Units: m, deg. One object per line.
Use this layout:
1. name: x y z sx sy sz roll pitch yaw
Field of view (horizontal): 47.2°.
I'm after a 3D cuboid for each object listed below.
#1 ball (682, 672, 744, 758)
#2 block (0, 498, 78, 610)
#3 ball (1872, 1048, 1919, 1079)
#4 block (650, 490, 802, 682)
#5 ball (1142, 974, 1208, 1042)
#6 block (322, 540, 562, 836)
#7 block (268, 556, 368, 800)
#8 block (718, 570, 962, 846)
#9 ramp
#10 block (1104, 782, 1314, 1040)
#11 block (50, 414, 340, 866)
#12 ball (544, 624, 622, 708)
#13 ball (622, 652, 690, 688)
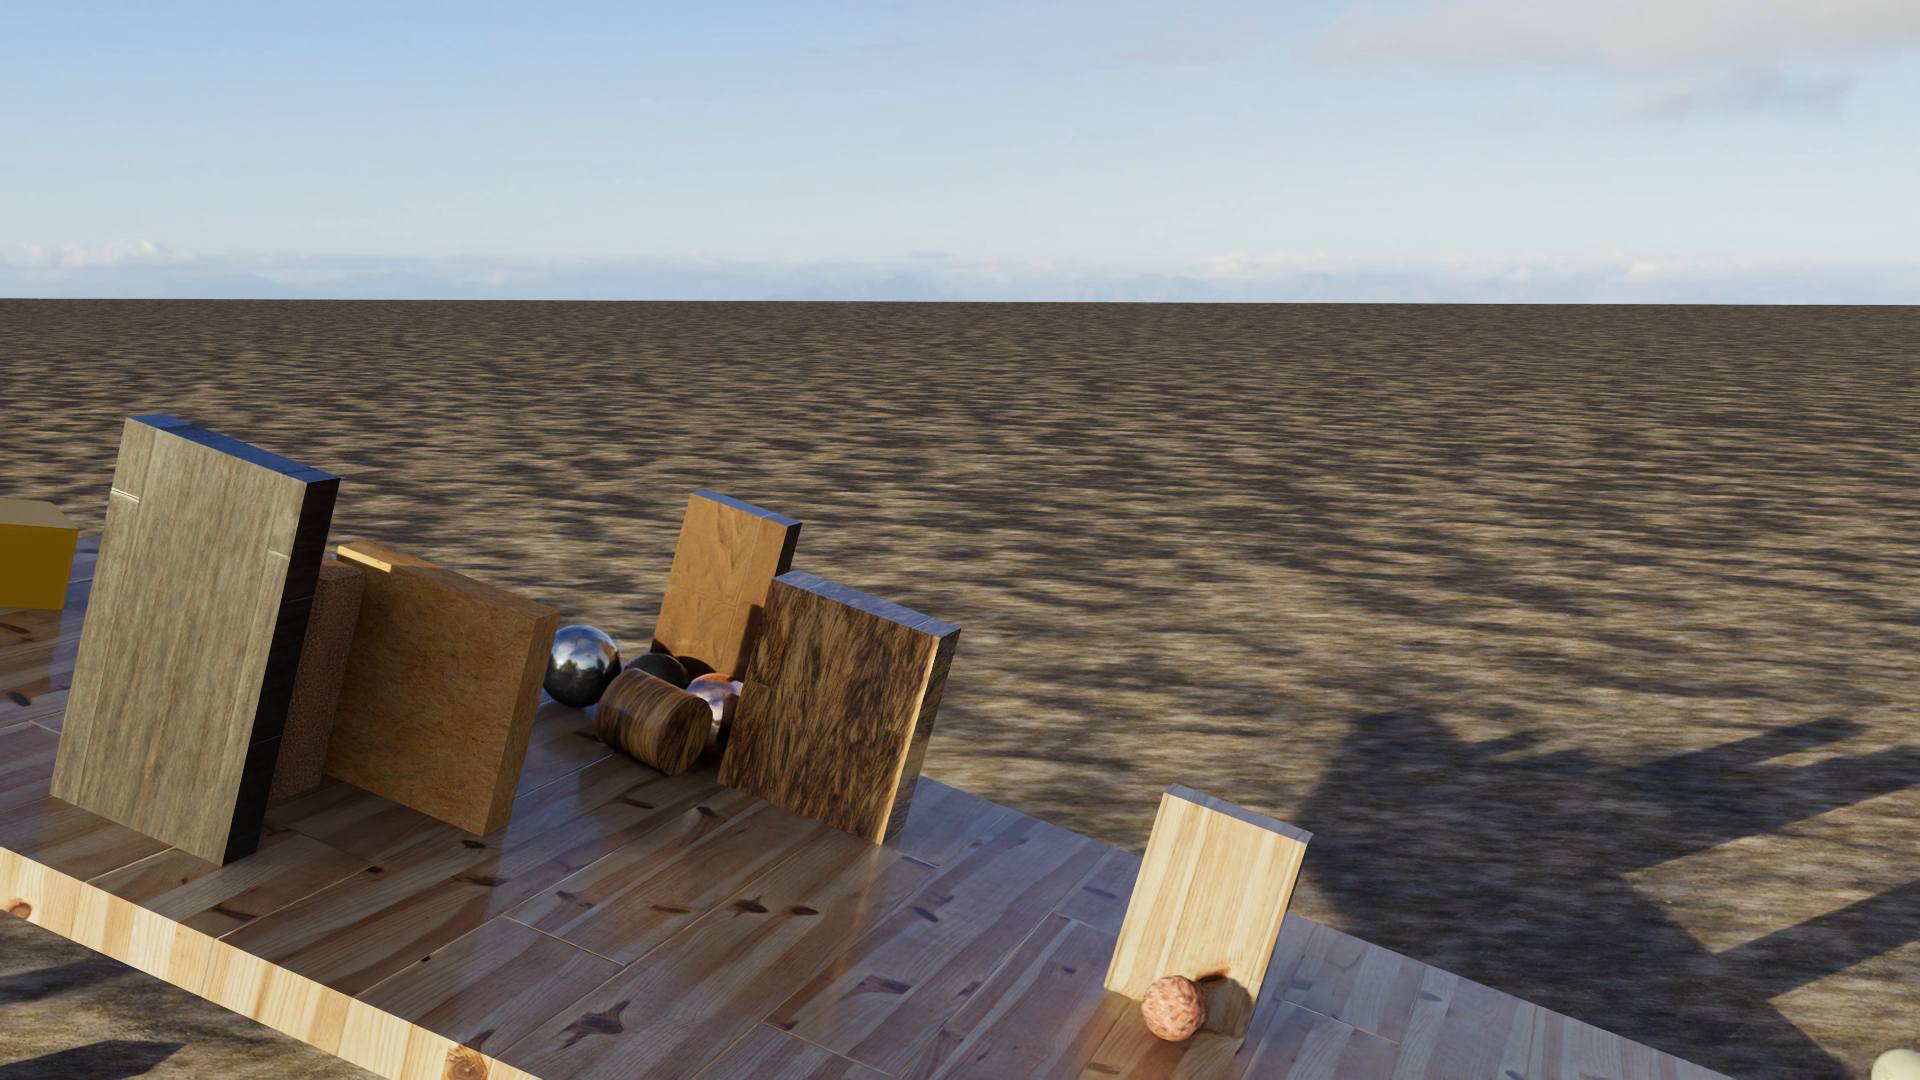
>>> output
1. ball: -0.544 0.388 4.883 0.187 0.187 0.187 0 7 0
2. block: -1.997 0.027 4.637 0.181 0.181 0.181 5 15 -43
3. ball: 2.097 1.197 4.890 0.131 0.131 0.131 0 7 0
4. block: -0.555 0.173 5.046 0.245 0.523 0.090 19 12 14
5. ball: 0.396 0.864 4.060 0.121 0.121 0.121 0 7 0
6. block: -1.012 0.276 4.153 0.425 0.434 0.098 19 12 14
7. block: -1.294 0.221 4.053 0.287 0.425 0.127 19 12 14
8. block: -0.261 0.354 4.720 0.390 0.468 0.150 19 12 14
9. ramp: -0.373 0.724 4.237 4.000 0.100 2.000 19 12 14
10. block: 0.472 0.707 4.193 0.282 0.406 0.087 19 12 14
11. block: -1.288 0.166 3.690 0.353 0.675 0.096 19 12 14
12. ball: -0.858 0.284 4.958 0.186 0.186 0.186 0 7 0
13. ball: -0.690 0.339 4.971 0.168 0.168 0.168 0 7 0
